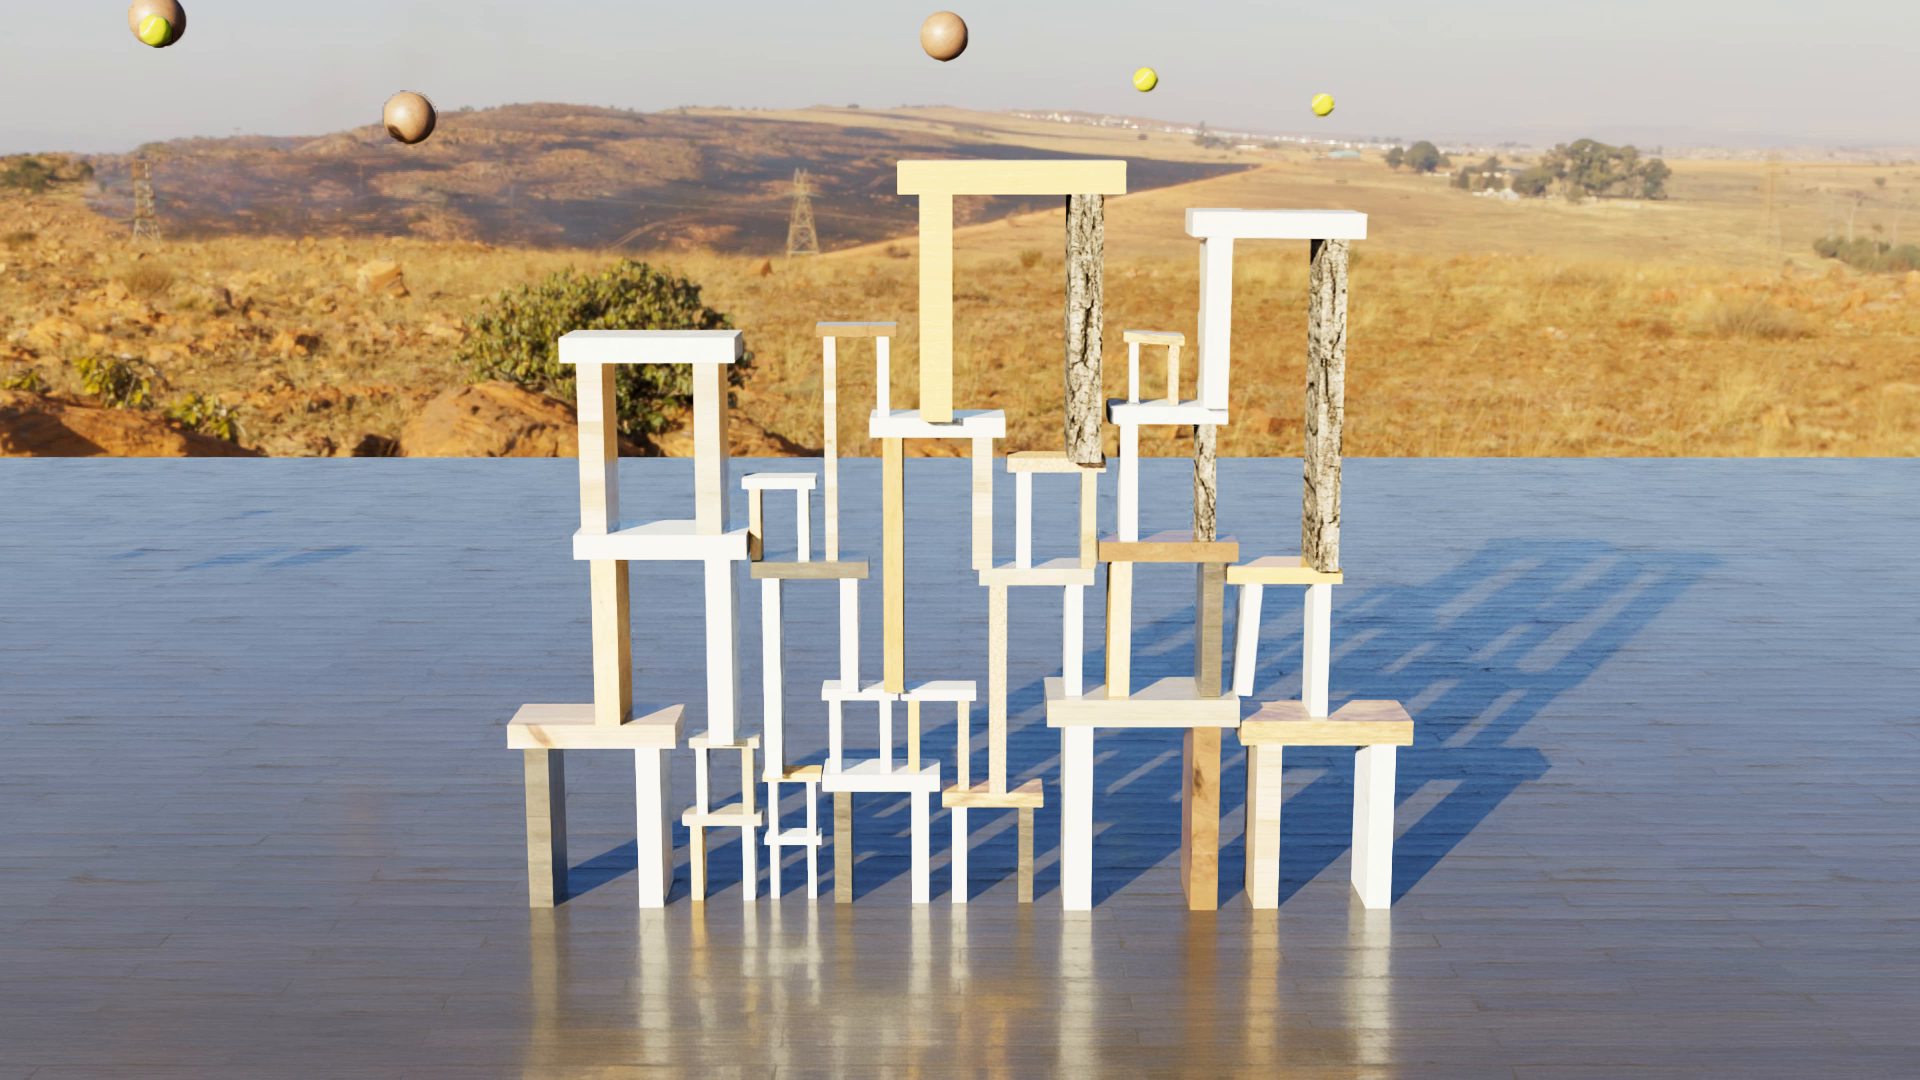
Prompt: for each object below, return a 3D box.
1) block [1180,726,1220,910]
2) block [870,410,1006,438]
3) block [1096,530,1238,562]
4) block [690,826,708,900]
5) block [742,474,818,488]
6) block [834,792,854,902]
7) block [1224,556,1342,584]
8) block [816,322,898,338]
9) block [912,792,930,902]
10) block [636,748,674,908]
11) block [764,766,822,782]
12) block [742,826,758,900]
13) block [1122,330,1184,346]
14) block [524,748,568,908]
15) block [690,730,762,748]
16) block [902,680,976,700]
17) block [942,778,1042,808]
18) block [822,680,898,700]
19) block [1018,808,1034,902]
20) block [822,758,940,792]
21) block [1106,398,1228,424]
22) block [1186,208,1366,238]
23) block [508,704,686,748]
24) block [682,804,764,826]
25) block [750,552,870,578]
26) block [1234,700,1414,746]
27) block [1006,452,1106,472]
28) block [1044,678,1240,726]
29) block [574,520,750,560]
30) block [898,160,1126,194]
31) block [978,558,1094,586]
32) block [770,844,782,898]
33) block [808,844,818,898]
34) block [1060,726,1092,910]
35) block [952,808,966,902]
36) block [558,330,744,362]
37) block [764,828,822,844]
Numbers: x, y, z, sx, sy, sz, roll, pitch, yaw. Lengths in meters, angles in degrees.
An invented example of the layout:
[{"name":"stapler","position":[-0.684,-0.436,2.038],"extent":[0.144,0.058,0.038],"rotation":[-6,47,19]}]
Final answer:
[{"name":"block","position":[0.398,0.438,3.640],"extent":[0.044,0.309,0.154],"rotation":[0,11,0]},{"name":"block","position":[-0.036,-0.187,3.525],"extent":[0.213,0.030,0.107],"rotation":[0,11,0]},{"name":"block","position":[0.333,0.009,3.561],"extent":[0.222,0.031,0.111],"rotation":[0,11,1]},{"name":"block","position":[-0.434,0.527,3.658],"extent":[0.018,0.129,0.064],"rotation":[0,11,0]},{"name":"block","position":[-0.290,-0.095,3.543],"extent":[0.116,0.016,0.058],"rotation":[0,11,0]},{"name":"block","position":[-0.192,0.495,3.656],"extent":[0.027,0.191,0.095],"rotation":[0,11,0]},{"name":"block","position":[0.521,0.049,3.572],"extent":[0.185,0.026,0.092],"rotation":[0,11,0]},{"name":"block","position":[-0.164,-0.335,3.498],"extent":[0.126,0.018,0.063],"rotation":[0,11,0]},{"name":"block","position":[-0.065,0.495,3.656],"extent":[0.027,0.191,0.095],"rotation":[0,11,0]},{"name":"block","position":[-0.506,0.457,3.646],"extent":[0.038,0.270,0.135],"rotation":[0,11,0]},{"name":"block","position":[-0.276,0.386,3.635],"extent":[0.094,0.013,0.047],"rotation":[0,11,0]},{"name":"block","position":[-0.348,0.527,3.658],"extent":[0.018,0.129,0.064],"rotation":[0,11,0]},{"name":"block","position":[0.307,-0.322,3.491],"extent":[0.095,0.014,0.048],"rotation":[4,13,1]},{"name":"block","position":[-0.686,0.457,3.646],"extent":[0.038,0.270,0.135],"rotation":[0,11,0]},{"name":"block","position":[-0.385,0.327,3.617],"extent":[0.113,0.016,0.057],"rotation":[0,11,0]},{"name":"block","position":[-0.035,0.247,3.610],"extent":[0.121,0.017,0.061],"rotation":[0,11,0]},{"name":"block","position":[0.054,0.418,3.635],"extent":[0.164,0.023,0.082],"rotation":[0,11,0]},{"name":"block","position":[-0.162,0.246,3.605],"extent":[0.123,0.017,0.062],"rotation":[0,11,0]},{"name":"block","position":[0.108,0.510,3.652],"extent":[0.023,0.164,0.082],"rotation":[0,11,0]},{"name":"block","position":[-0.129,0.388,3.636],"extent":[0.191,0.027,0.095],"rotation":[0,11,0]},{"name":"block","position":[0.331,-0.206,3.523],"extent":[0.187,0.027,0.094],"rotation":[0,11,1]},{"name":"block","position":[0.495,-0.499,3.463],"extent":[0.267,0.038,0.134],"rotation":[1,11,1]},{"name":"block","position":[-0.596,0.305,3.618],"extent":[0.270,0.038,0.135],"rotation":[0,11,0]},{"name":"block","position":[-0.391,0.454,3.644],"extent":[0.129,0.018,0.064],"rotation":[0,11,0]},{"name":"block","position":[-0.241,0.040,3.567],"extent":[0.187,0.027,0.094],"rotation":[0,11,0]},{"name":"block","position":[0.592,0.299,3.614],"extent":[0.276,0.039,0.138],"rotation":[0,11,0]},{"name":"block","position":[0.154,-0.126,3.532],"extent":[0.156,0.022,0.078],"rotation":[0,11,0]},{"name":"block","position":[0.295,0.265,3.608],"extent":[0.309,0.044,0.154],"rotation":[0,11,0]},{"name":"block","position":[-0.476,-0.001,3.559],"extent":[0.274,0.039,0.137],"rotation":[0,11,0]},{"name":"block","position":[0.079,-0.571,3.453],"extent":[0.350,0.050,0.175],"rotation":[0,11,0]},{"name":"block","position":[0.123,0.051,3.565],"extent":[0.184,0.026,0.092],"rotation":[0,11,0]},{"name":"block","position":[-0.306,0.544,3.662],"extent":[0.013,0.093,0.046],"rotation":[0,11,0]},{"name":"block","position":[-0.245,0.544,3.662],"extent":[0.013,0.093,0.046],"rotation":[0,11,0]},{"name":"block","position":[0.192,0.438,3.640],"extent":[0.044,0.309,0.154],"rotation":[0,11,0]},{"name":"block","position":[-0.001,0.510,3.652],"extent":[0.023,0.164,0.082],"rotation":[0,11,0]},{"name":"block","position":[-0.490,-0.309,3.506],"extent":[0.274,0.039,0.137],"rotation":[0,11,0]},{"name":"block","position":[-0.275,0.492,3.652],"extent":[0.093,0.013,0.046],"rotation":[0,11,0]}]
